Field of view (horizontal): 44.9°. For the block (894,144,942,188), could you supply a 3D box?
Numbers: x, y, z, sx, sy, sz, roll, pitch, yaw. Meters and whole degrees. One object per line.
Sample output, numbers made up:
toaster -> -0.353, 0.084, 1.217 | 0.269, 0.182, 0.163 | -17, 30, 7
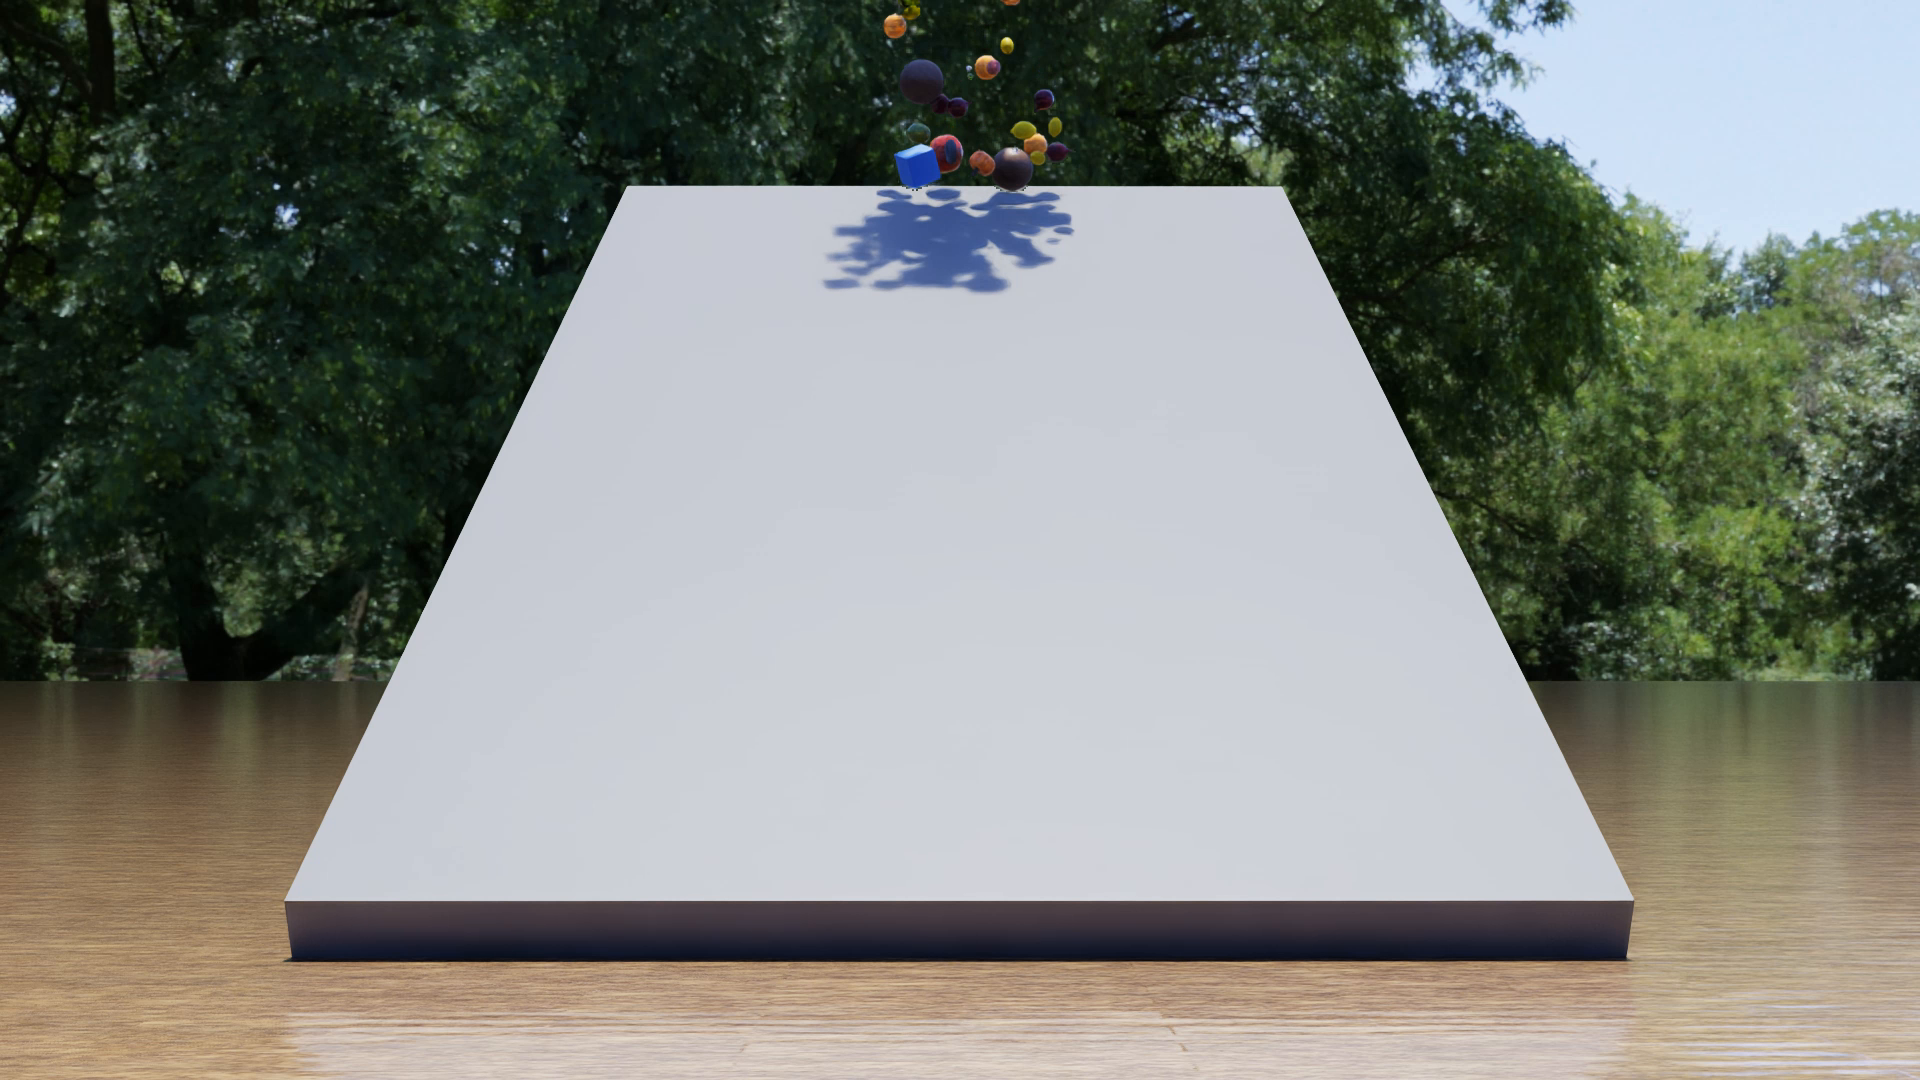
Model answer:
block -> -0.125, -1.103, 6.859 | 0.091, 0.091, 0.091 | -24, 27, -18

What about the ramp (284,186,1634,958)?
ramp -> -0.008, -0.228, 5.291 | 2.000, 0.100, 4.000 | 0, 24, 0
